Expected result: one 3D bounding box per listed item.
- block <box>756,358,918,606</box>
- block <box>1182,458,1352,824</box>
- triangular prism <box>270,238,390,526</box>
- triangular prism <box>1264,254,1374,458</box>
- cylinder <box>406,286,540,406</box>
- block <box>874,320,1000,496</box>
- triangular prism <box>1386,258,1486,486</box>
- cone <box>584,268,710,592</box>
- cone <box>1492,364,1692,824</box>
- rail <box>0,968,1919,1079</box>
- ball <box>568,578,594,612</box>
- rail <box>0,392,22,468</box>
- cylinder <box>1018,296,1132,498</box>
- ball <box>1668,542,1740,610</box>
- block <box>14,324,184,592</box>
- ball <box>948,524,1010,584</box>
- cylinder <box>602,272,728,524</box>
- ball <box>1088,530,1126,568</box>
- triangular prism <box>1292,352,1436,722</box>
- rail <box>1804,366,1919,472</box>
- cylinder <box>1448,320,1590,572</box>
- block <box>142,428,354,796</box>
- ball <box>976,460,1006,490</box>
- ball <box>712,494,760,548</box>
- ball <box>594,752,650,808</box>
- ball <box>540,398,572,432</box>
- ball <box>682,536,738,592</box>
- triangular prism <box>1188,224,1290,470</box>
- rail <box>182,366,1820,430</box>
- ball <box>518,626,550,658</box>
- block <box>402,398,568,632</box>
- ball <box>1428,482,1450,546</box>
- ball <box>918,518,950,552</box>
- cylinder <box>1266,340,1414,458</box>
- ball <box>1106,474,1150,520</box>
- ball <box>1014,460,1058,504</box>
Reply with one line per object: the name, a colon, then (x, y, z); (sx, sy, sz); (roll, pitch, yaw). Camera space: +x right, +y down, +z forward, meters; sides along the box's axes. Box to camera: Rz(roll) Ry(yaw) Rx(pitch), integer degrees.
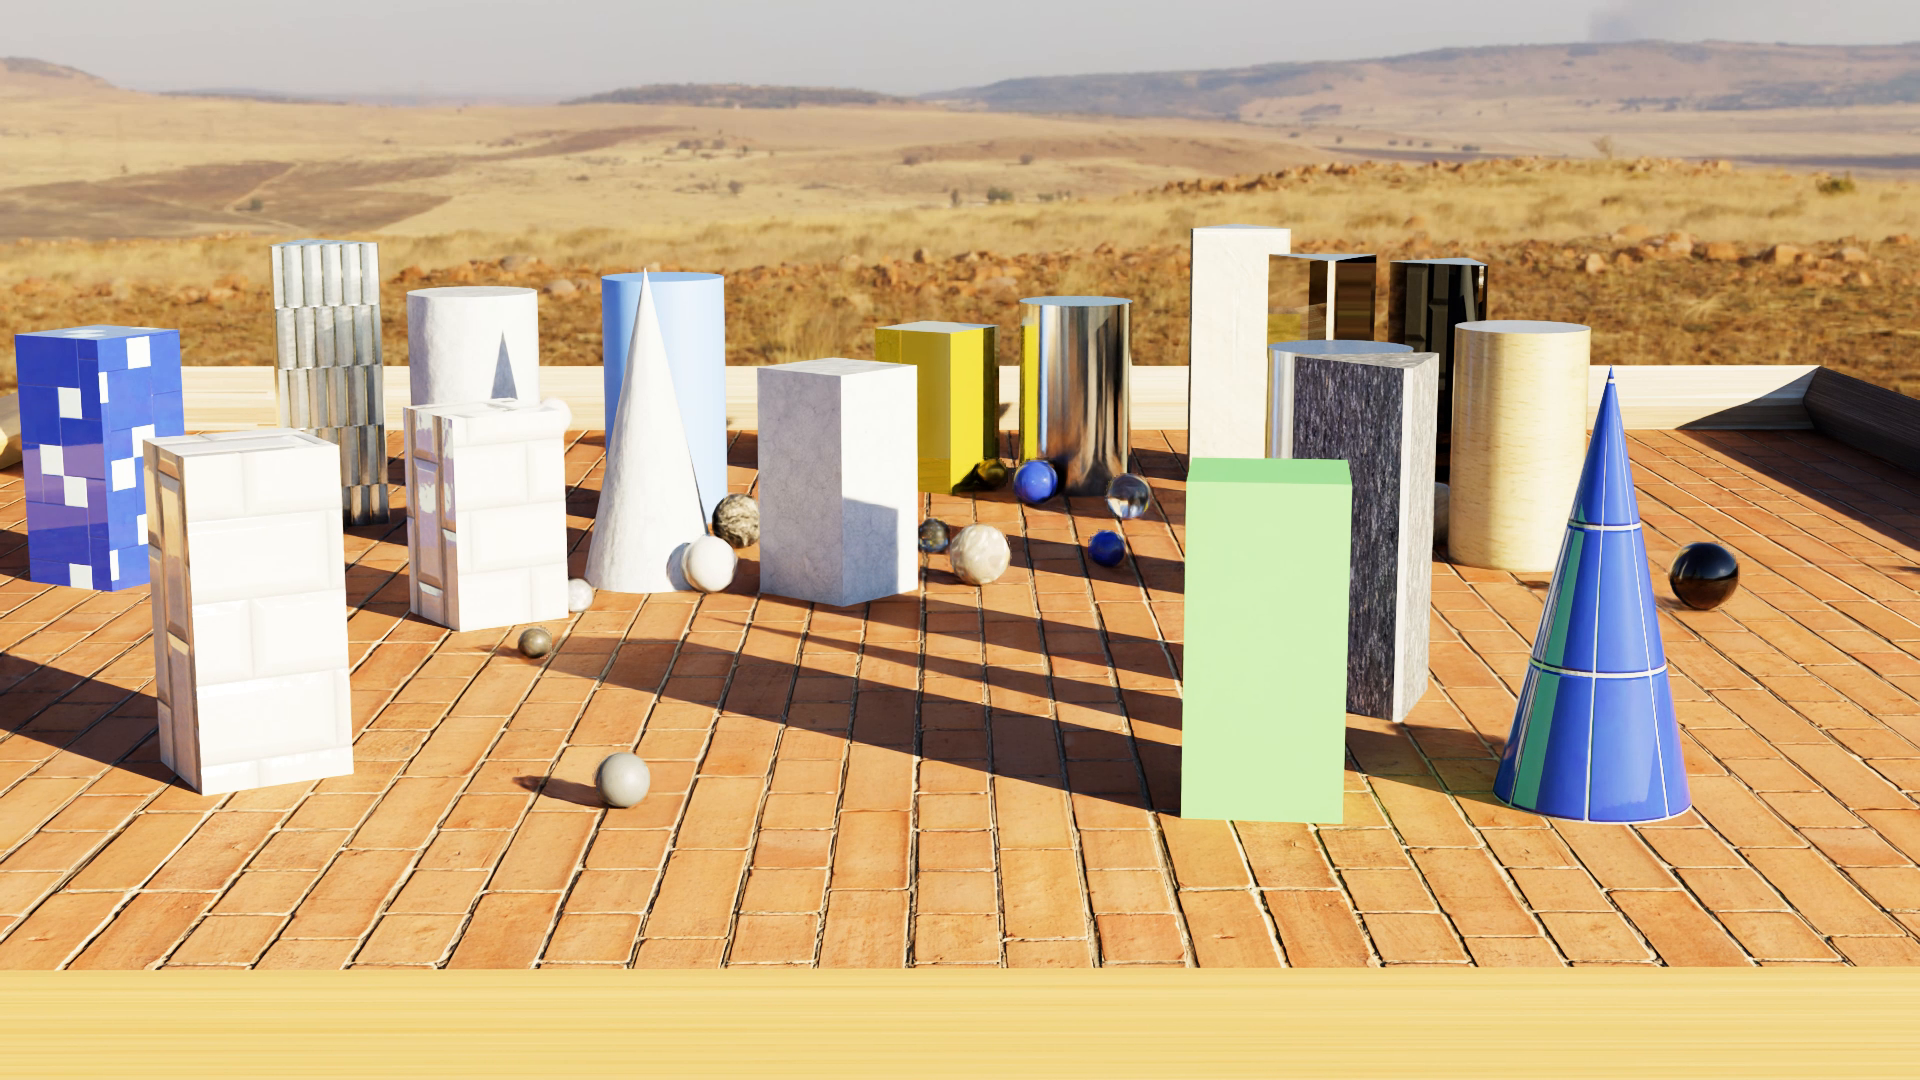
block: (-0.170, -0.084, 3.567); (0.156, 0.316, 0.156); (8, 13, 38)
block: (0.303, 0.096, 2.547); (0.156, 0.334, 0.156); (1, 11, 7)
triangular prism: (-1.024, -0.253, 4.111); (0.169, 0.449, 0.146); (-5, 12, -25)
triangular prism: (0.560, -0.244, 4.127); (0.146, 0.425, 0.169); (7, 12, 32)
cylinder: (-0.740, -0.187, 3.925); (0.195, 0.386, 0.195); (0, 11, 0)
block: (-0.039, -0.233, 4.473); (0.156, 0.278, 0.156); (7, 12, 32)
triangular prism: (0.832, -0.277, 4.377); (0.169, 0.399, 0.146); (6, 12, 29)
cone: (-0.441, -0.163, 3.637); (0.195, 0.446, 0.195); (0, 11, 0)
cone: (0.636, 0.043, 2.546); (0.195, 0.438, 0.195); (0, 11, 0)
rail: (0.010, 0.347, 1.754); (3.483, 0.127, 0.045); (0, 11, 0)
ball: (-0.517, 0.075, 3.450); (0.046, 0.046, 0.046); (0, 11, 0)
rail: (-1.718, 0.034, 3.439); (0.045, 0.127, 3.495); (0, 11, 0)
cylinder: (0.199, -0.251, 4.436); (0.195, 0.326, 0.195); (0, 11, 0)
ball: (1.005, 0.048, 3.467); (0.092, 0.092, 0.092); (0, 11, 0)
block: (-1.219, -0.120, 3.658); (0.156, 0.353, 0.156); (5, 12, 27)
ball: (0.027, 0.020, 3.633); (0.086, 0.086, 0.086); (0, 11, 0)
cylinder: (-0.477, -0.230, 4.150); (0.195, 0.390, 0.195); (0, 11, 0)
ball: (0.216, 0.013, 3.760); (0.054, 0.054, 0.054); (0, 11, 0)
triangular prism: (0.493, -0.012, 2.952); (0.146, 0.398, 0.169); (-9, 14, -39)
rail: (1.718, 0.031, 3.459); (0.045, 0.127, 3.495); (0, 11, 0)
cylinder: (0.825, -0.142, 3.792); (0.195, 0.347, 0.195); (0, 11, 0)
block: (-0.739, 0.069, 2.662); (0.156, 0.344, 0.156); (-7, 12, -32)
ball: (0.054, -0.114, 4.445); (0.053, 0.053, 0.053); (0, 11, 0)
ball: (-0.336, -0.029, 3.904); (0.084, 0.084, 0.084); (0, 11, 0)
ball: (-0.335, 0.238, 2.545); (0.055, 0.055, 0.055); (0, 11, 0)
ball: (-0.808, -0.243, 5.070); (0.079, 0.079, 0.079); (0, 11, 0)
ball: (-0.349, 0.034, 3.581); (0.078, 0.078, 0.078); (0, 11, 0)
triangular prism: (0.490, -0.333, 4.555); (0.169, 0.445, 0.146); (1, 11, 3)
rail: (-0.010, -0.282, 5.144); (3.483, 0.127, 0.045); (0, 11, 0)
ball: (-0.528, 0.127, 3.181); (0.040, 0.040, 0.040); (0, 11, 0)
block: (-0.631, -0.037, 3.415); (0.156, 0.278, 0.156); (-7, 13, -35)
ball: (0.724, -0.040, 3.923); (0.098, 0.098, 0.098); (0, 11, 0)
ball: (-0.040, -0.006, 3.870); (0.052, 0.052, 0.052); (0, 11, 0)
cylinder: (0.513, -0.088, 3.491); (0.195, 0.350, 0.195); (0, 11, 0)
ball: (0.273, -0.070, 4.157); (0.072, 0.072, 0.072); (0, 11, 0)
ball: (0.127, -0.097, 4.297); (0.074, 0.074, 0.074); (0, 11, 0)
